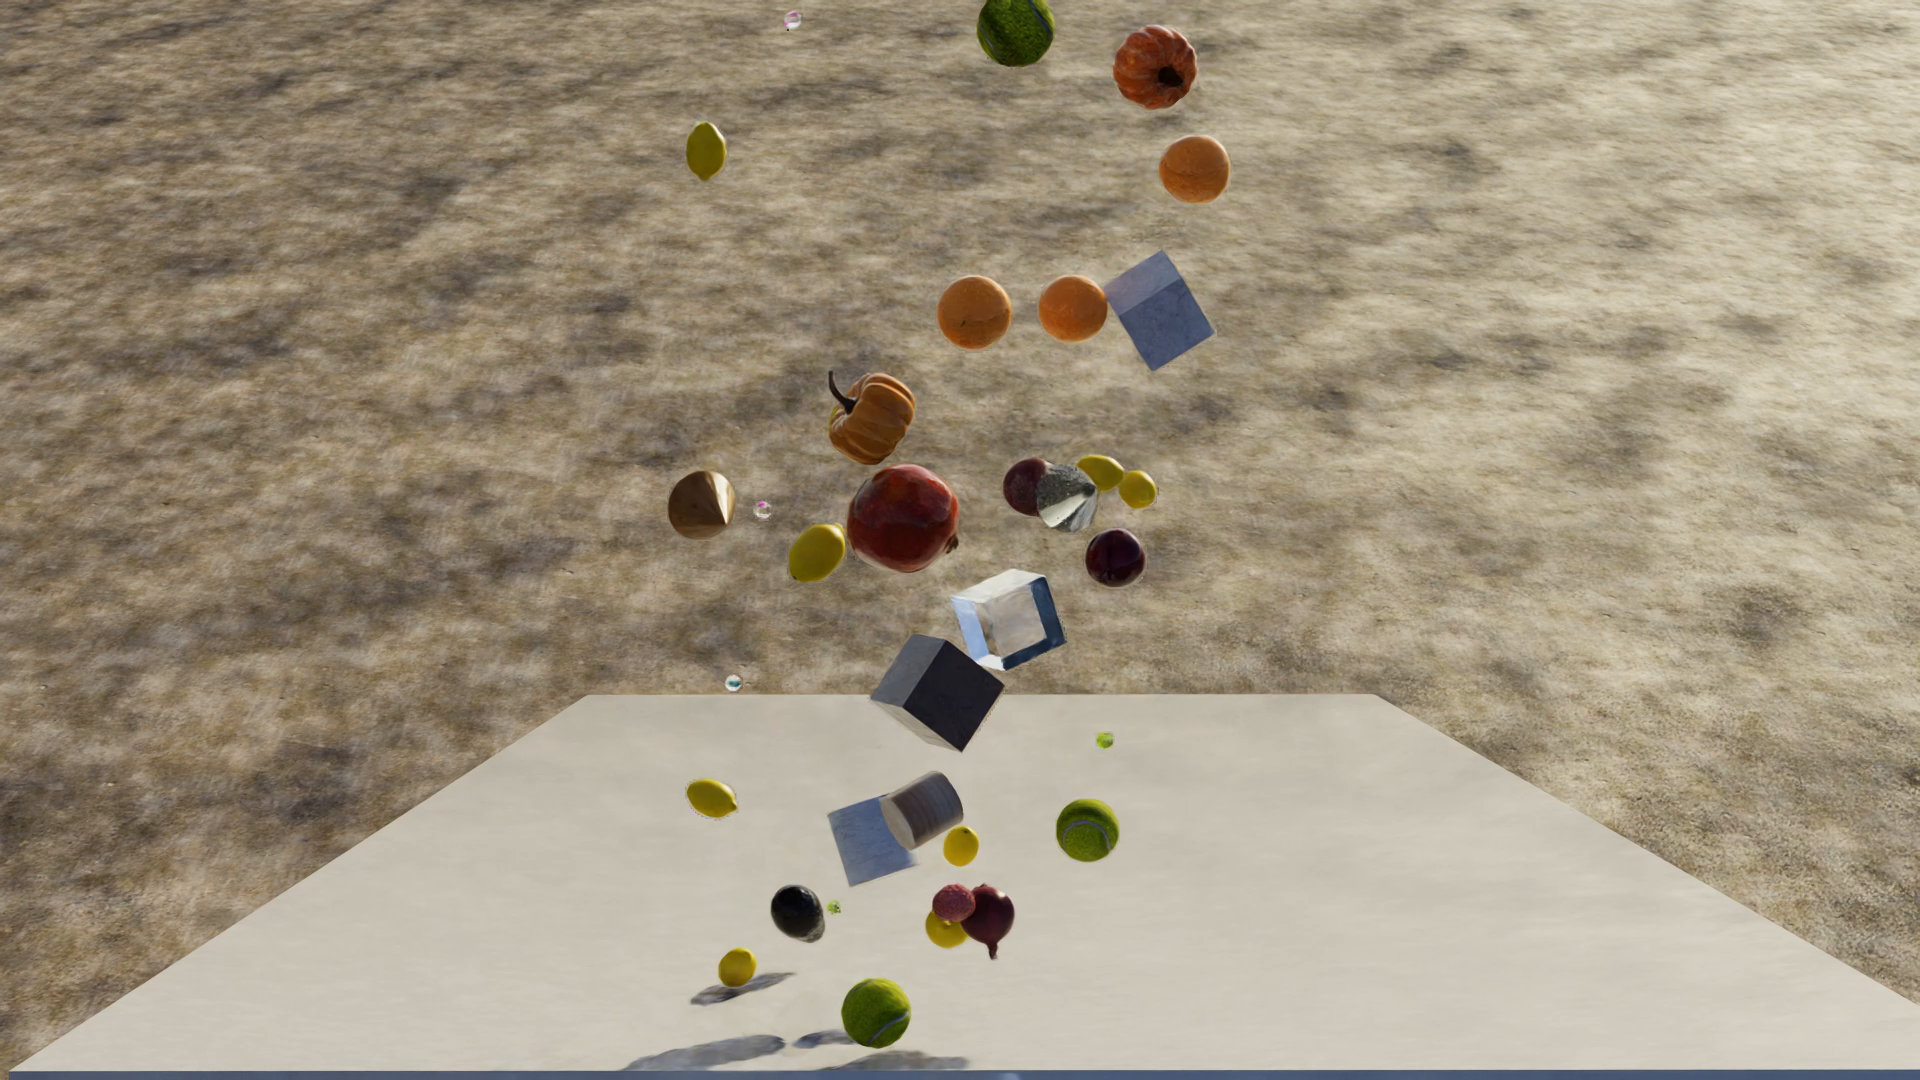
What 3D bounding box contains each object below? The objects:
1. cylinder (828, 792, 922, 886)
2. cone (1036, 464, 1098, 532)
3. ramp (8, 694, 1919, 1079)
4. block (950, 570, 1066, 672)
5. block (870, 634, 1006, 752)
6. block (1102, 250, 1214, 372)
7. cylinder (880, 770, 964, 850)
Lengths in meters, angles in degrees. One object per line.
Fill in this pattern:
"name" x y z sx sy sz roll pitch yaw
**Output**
"cylinder" -0.095 0.331 2.850 0.083 0.083 0.083 -18 -7 -2
"cone" 0.112 -0.044 2.370 0.065 0.065 0.065 -11 -4 -23
"ramp" 0.056 0.509 4.551 2.000 0.100 4.000 0 2 0
"block" 0.054 0.089 2.884 0.082 0.082 0.082 -24 14 -22
"block" -0.026 0.172 2.917 0.091 0.091 0.091 -57 23 -13
"block" 0.205 -0.238 2.672 0.076 0.076 0.076 -31 30 6
"cylinder" -0.038 0.271 2.581 0.060 0.060 0.060 -28 34 -23
